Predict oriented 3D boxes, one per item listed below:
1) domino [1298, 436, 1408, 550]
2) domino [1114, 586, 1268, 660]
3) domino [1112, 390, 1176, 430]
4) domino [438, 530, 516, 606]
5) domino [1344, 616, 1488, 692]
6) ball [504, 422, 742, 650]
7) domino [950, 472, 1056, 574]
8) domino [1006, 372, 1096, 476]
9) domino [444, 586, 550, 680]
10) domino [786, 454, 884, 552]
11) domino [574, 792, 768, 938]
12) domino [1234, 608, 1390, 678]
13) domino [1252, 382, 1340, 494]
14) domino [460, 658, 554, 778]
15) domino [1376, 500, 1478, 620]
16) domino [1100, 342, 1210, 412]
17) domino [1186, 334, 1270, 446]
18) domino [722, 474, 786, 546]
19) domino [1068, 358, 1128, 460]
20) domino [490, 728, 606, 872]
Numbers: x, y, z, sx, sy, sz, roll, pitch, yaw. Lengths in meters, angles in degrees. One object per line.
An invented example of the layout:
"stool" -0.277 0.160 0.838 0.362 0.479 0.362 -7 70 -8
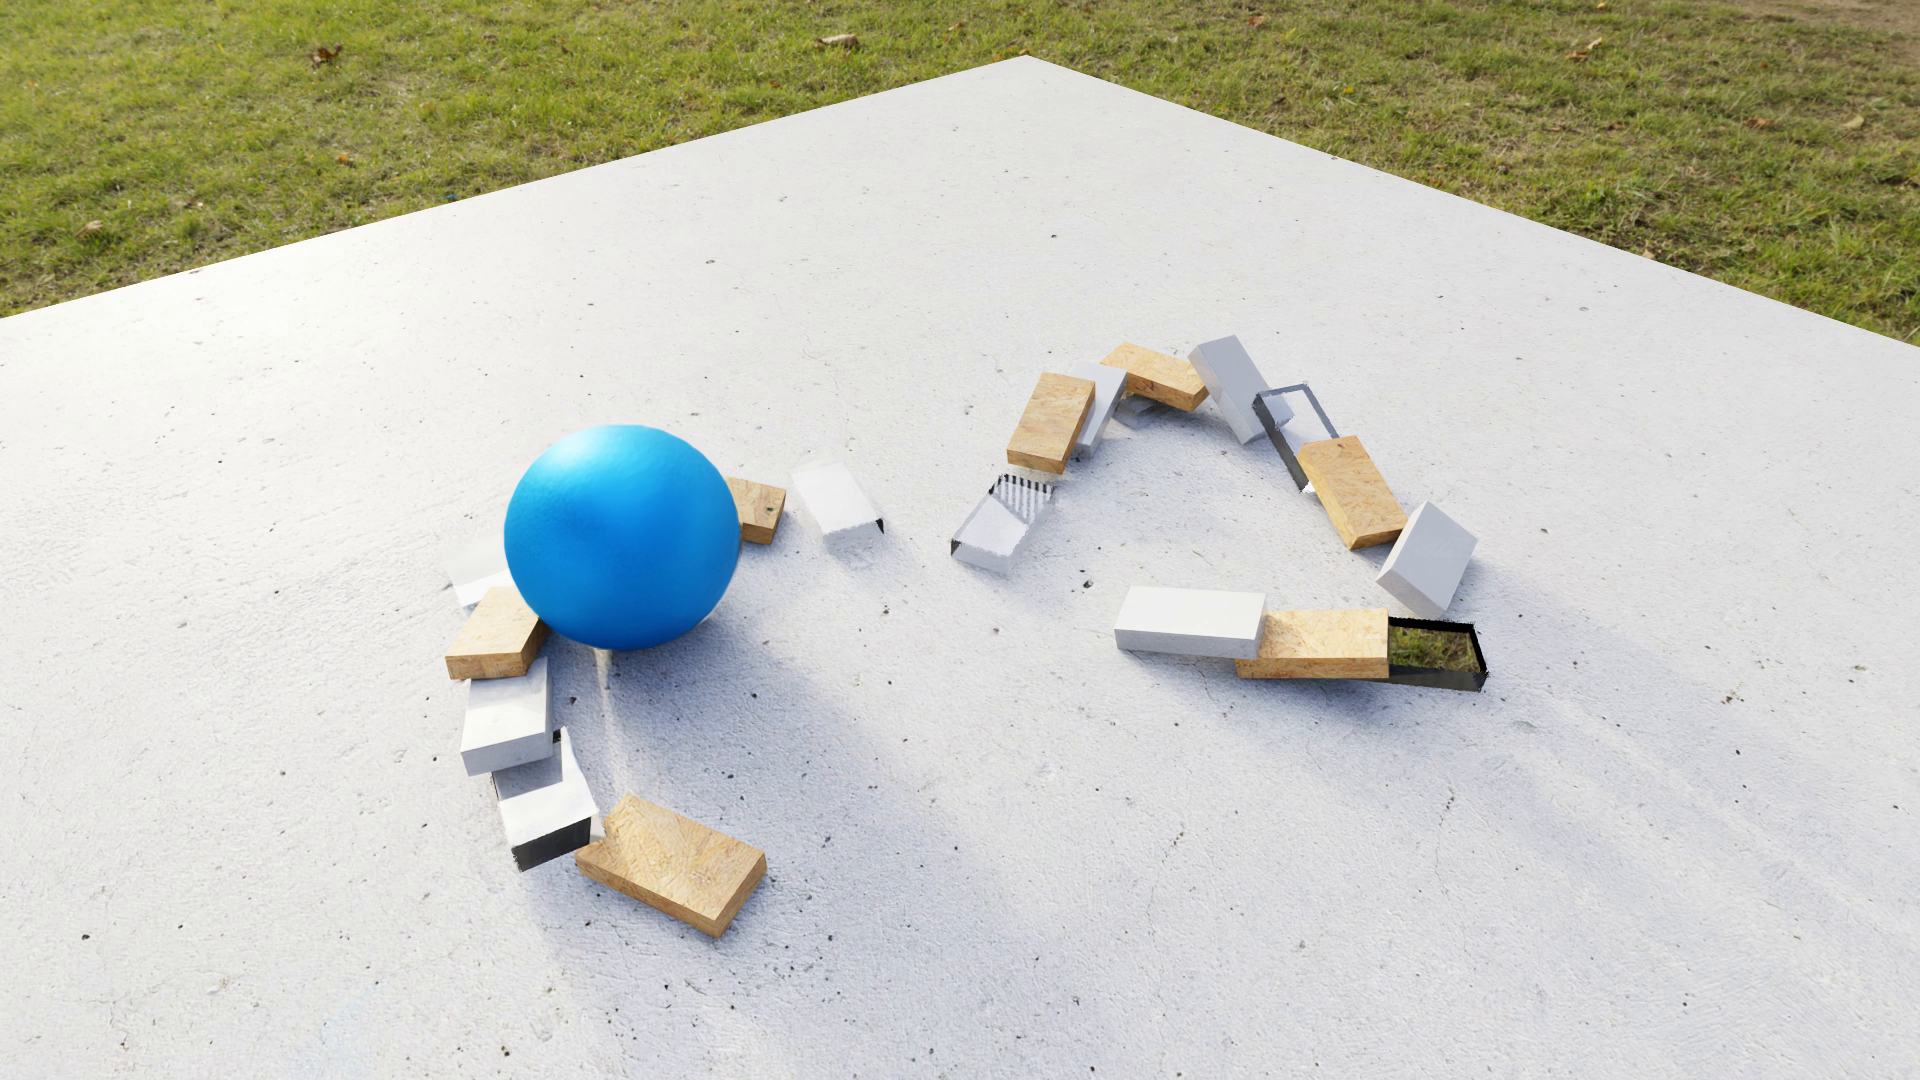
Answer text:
"domino" 0.164 -0.020 0.458 0.025 0.010 0.050 -10 55 -12
"domino" 0.084 0.029 0.398 0.050 0.009 0.025 2 37 25
"domino" 0.093 -0.072 0.531 0.050 0.010 0.025 -30 48 -31
"domino" -0.176 0.006 0.436 0.050 0.010 0.025 -23 44 -25
"domino" 0.160 0.040 0.395 0.050 0.010 0.025 5 40 6
"ball" -0.118 -0.001 0.389 0.080 0.080 0.080 0 39 0
"domino" 0.019 -0.008 0.453 0.025 0.009 0.050 17 42 20
"domino" 0.041 -0.053 0.492 0.025 0.010 0.050 14 56 17
"domino" -0.163 0.032 0.395 0.025 0.010 0.050 -3 26 -3
"domino" -0.053 -0.016 0.464 0.025 0.010 0.050 -16 42 -19
"domino" -0.086 0.096 0.327 0.050 0.010 0.025 17 42 19
"domino" 0.124 0.036 0.387 0.050 0.010 0.025 -3 36 25
"domino" 0.152 -0.046 0.486 0.025 0.009 0.050 -12 60 -15
"domino" -0.149 0.057 0.363 0.025 0.009 0.050 -12 26 -15
"domino" 0.182 0.008 0.426 0.025 0.009 0.050 40 49 7
"domino" 0.094 -0.078 0.524 0.050 0.010 0.025 25 45 27
"domino" 0.129 -0.070 0.508 0.025 0.009 0.050 -19 72 -30
"domino" -0.099 -0.015 0.453 0.050 0.010 0.025 13 43 -3
"domino" 0.057 -0.061 0.508 0.025 0.010 0.050 16 56 19
"domino" -0.128 0.079 0.339 0.025 0.010 0.050 -20 30 -22
